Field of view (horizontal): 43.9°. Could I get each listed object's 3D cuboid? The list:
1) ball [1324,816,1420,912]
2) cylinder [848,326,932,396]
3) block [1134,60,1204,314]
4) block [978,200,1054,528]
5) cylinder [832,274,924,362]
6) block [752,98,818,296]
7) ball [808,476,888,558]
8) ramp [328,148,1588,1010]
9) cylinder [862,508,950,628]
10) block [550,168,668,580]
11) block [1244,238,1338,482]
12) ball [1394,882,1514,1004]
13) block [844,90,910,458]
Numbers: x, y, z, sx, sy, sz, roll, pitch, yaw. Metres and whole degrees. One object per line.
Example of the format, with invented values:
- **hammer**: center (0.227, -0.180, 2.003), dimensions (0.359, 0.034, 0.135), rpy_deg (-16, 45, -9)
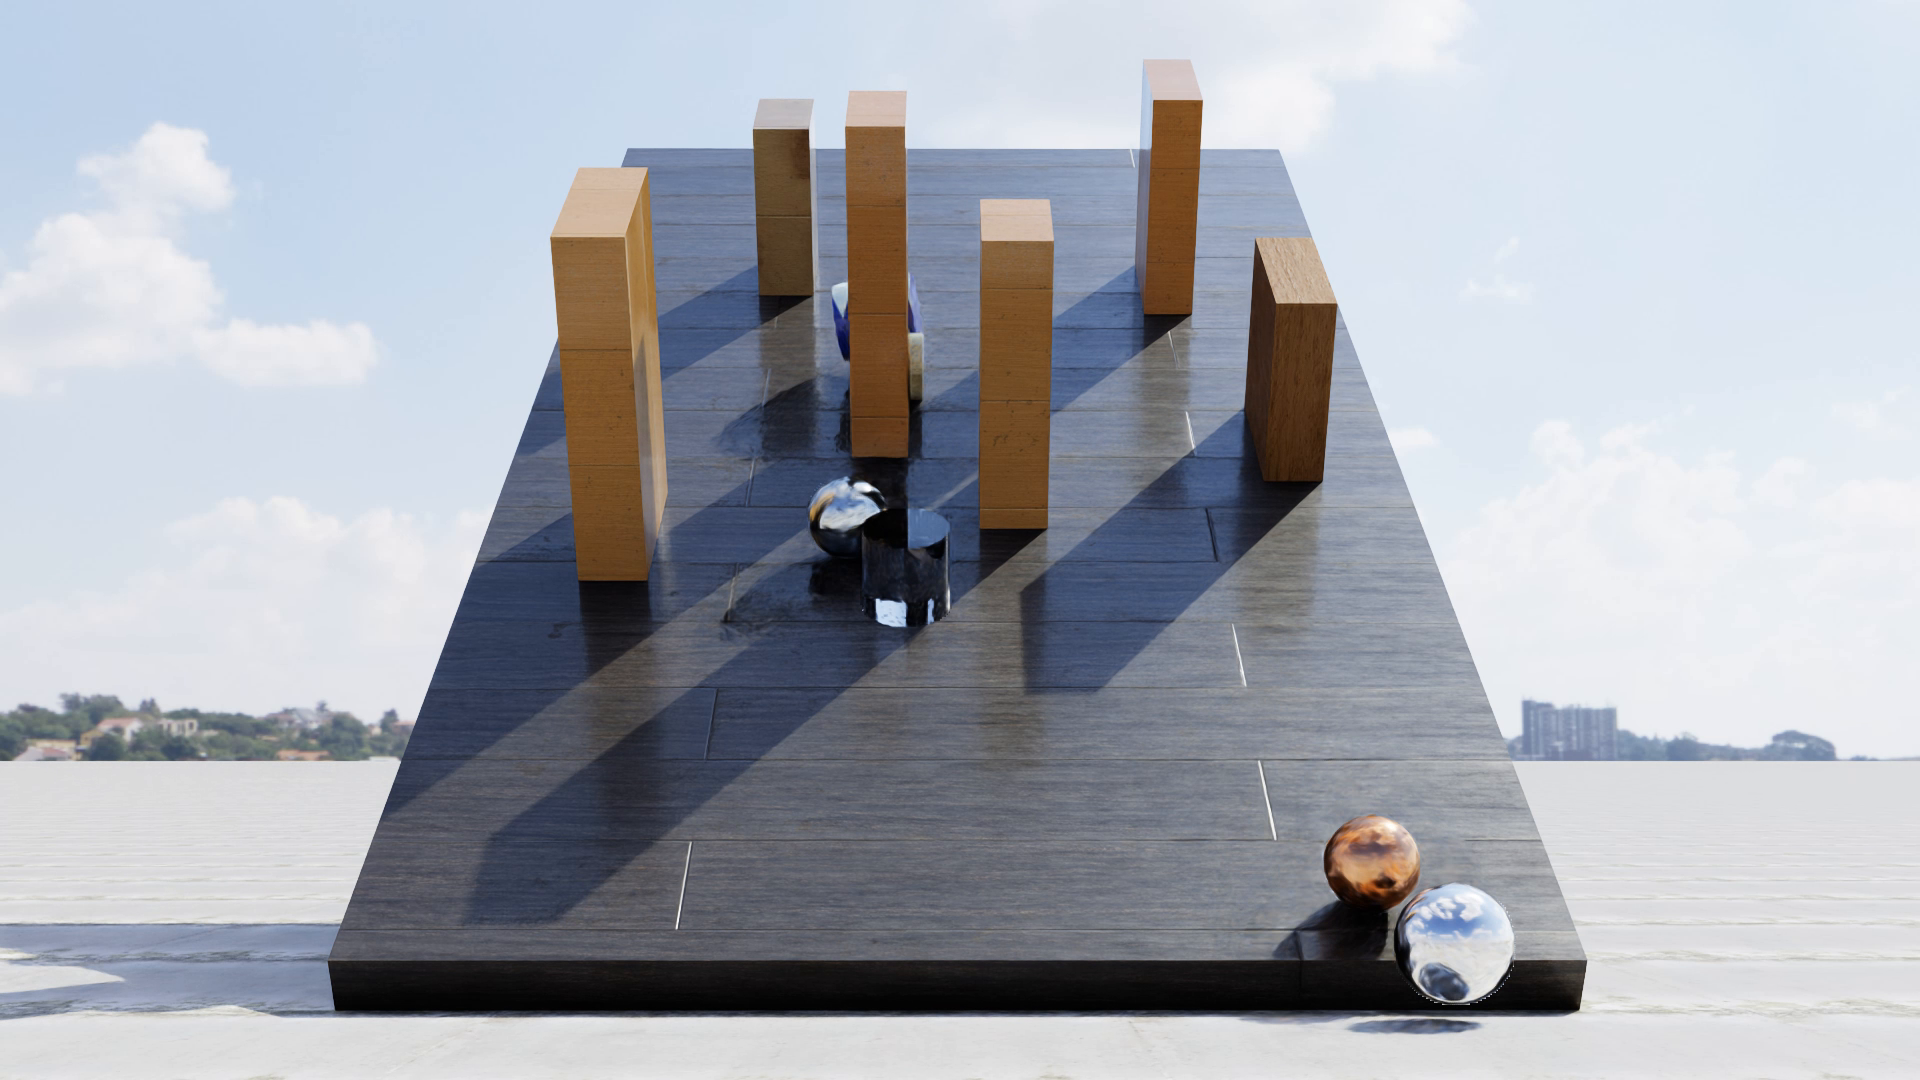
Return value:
- **ball**: center (0.671, 0.527, 3.885), dimensions (0.156, 0.156, 0.156), rpy_deg (0, -5, 0)
- **cylinder**: center (-0.167, -0.411, 5.654), dimensions (0.158, 0.158, 0.158), rpy_deg (-14, -2, -12)
- **block**: center (0.537, -0.916, 6.173), dimensions (0.124, 0.570, 0.349), rpy_deg (0, 28, 0)
- **block**: center (0.115, -0.370, 5.048), dimensions (0.145, 0.652, 0.245), rpy_deg (0, 28, 0)
- **cylinder**: center (-0.198, -0.539, 5.773), dimensions (0.188, 0.188, 0.188), rpy_deg (-8, -6, 6)
- **block**: center (-0.456, -0.902, 6.265), dimensions (0.144, 0.453, 0.254), rpy_deg (0, 28, 0)
- **ball**: center (-0.232, -0.046, 4.949), dimensions (0.170, 0.170, 0.170), rpy_deg (0, -5, 0)
- **ramp**: center (-0.011, -0.223, 5.575), dimensions (2.000, 0.100, 4.000), rpy_deg (0, 28, 0)
- **cylinder**: center (-0.107, 0.054, 4.755), dimensions (0.176, 0.176, 0.176), rpy_deg (0, 28, 0)
- **block**: center (-0.711, -0.341, 4.888), dimensions (0.141, 0.746, 0.402), rpy_deg (0, 28, 0)
- **block**: center (0.741, -0.411, 5.373), dimensions (0.131, 0.425, 0.396), rpy_deg (0, 28, 0)
- **ball**: center (0.762, 0.622, 3.681), dimensions (0.183, 0.183, 0.183), rpy_deg (0, -5, 0)
- **block**: center (-0.181, -0.590, 5.329), dimensions (0.127, 0.777, 0.251), rpy_deg (0, 28, 0)
